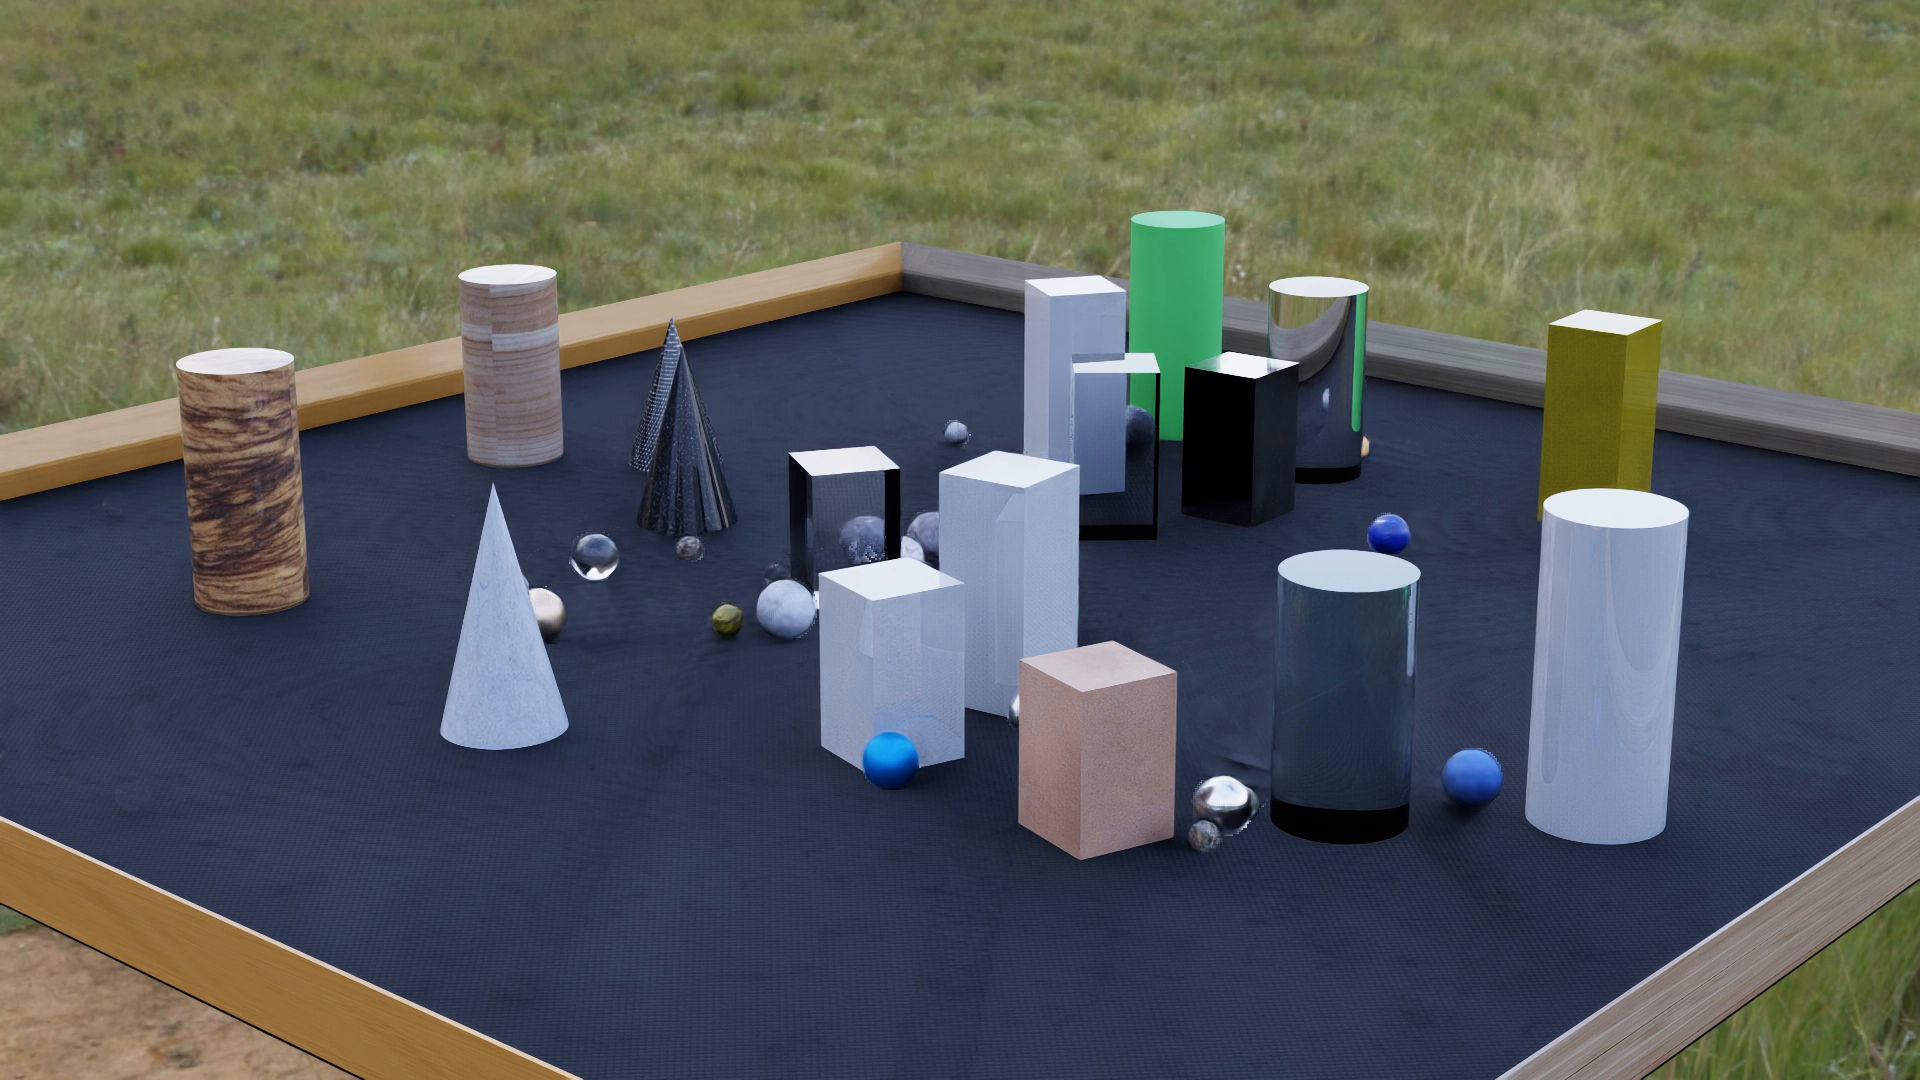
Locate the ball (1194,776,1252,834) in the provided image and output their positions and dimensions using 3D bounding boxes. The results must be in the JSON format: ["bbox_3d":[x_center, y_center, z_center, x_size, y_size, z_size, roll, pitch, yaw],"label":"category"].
[{"bbox_3d":[0.364,0.367,4.061,0.081,0.081,0.081,0,17,0],"label":"ball"}]

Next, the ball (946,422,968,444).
[{"bbox_3d":[-0.006,-0.222,6.105,0.047,0.047,0.047,0,17,0],"label":"ball"}]

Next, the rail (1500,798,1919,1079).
[{"bbox_3d":[1.339,0.367,4.007,0.045,0.127,3.675,14,22,39],"label":"rail"}]

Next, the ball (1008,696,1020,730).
[{"bbox_3d":[0.102,0.263,4.477,0.058,0.058,0.058,0,17,0],"label":"ball"}]

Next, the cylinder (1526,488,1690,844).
[{"bbox_3d":[0.898,0.174,4.081,0.196,0.456,0.196,0,17,0],"label":"cylinder"}]

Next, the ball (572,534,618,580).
[{"bbox_3d":[-0.648,0.030,5.205,0.083,0.083,0.083,0,17,0],"label":"ball"}]

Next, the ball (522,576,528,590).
[{"bbox_3d":[-0.774,0.081,5.101,0.047,0.047,0.047,0,17,0],"label":"ball"}]

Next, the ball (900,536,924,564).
[{"bbox_3d":[-0.102,0.033,5.207,0.078,0.078,0.078,0,17,0],"label":"ball"}]

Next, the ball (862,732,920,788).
[{"bbox_3d":[-0.100,0.319,4.250,0.082,0.082,0.082,0,17,0],"label":"ball"}]

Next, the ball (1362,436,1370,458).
[{"bbox_3d":[0.814,-0.190,5.997,0.048,0.048,0.048,0,17,0],"label":"ball"}]

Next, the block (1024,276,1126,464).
[{"bbox_3d":[0.226,-0.314,5.817,0.156,0.388,0.156,-5,17,-16],"label":"block"}]

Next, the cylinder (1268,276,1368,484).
[{"bbox_3d":[0.710,-0.320,5.854,0.196,0.379,0.196,0,17,0],"label":"cylinder"}]

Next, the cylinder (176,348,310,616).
[{"bbox_3d":[-1.234,-0.102,5.052,0.196,0.424,0.196,0,17,0],"label":"cylinder"}]

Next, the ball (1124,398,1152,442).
[{"bbox_3d":[0.355,-0.250,6.120,0.092,0.092,0.092,0,17,0],"label":"ball"}]

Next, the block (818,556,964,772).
[{"bbox_3d":[-0.101,0.187,4.357,0.156,0.273,0.156,-10,20,-31],"label":"block"}]

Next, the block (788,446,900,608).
[{"bbox_3d":[-0.201,-0.023,5.114,0.156,0.238,0.156,-5,18,-17],"label":"block"}]

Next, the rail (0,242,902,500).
[{"bbox_3d":[-1.339,-0.304,6.233,0.045,0.127,3.675,14,22,39],"label":"rail"}]

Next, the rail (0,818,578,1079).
[{"bbox_3d":[-1.189,0.427,3.809,3.594,0.127,0.045,14,22,39],"label":"rail"}]

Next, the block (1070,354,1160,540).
[{"bbox_3d":[0.287,-0.175,5.476,0.156,0.320,0.156,0,17,-1],"label":"block"}]

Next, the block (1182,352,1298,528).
[{"bbox_3d":[0.533,-0.192,5.585,0.156,0.290,0.156,12,21,35],"label":"block"}]

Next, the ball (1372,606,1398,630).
[{"bbox_3d":[0.716,0.131,4.943,0.041,0.041,0.041,0,17,0],"label":"ball"}]

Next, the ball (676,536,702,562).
[{"bbox_3d":[-0.490,0.015,5.317,0.047,0.047,0.047,0,17,0],"label":"ball"}]

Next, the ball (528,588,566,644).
[{"bbox_3d":[-0.701,0.127,4.868,0.093,0.093,0.093,0,17,0],"label":"ball"}]

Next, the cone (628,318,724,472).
[{"bbox_3d":[-0.579,-0.306,5.937,0.196,0.304,0.196,0,17,0],"label":"cone"}]

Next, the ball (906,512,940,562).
[{"bbox_3d":[-0.051,-0.005,5.268,0.090,0.090,0.090,0,17,0],"label":"ball"}]

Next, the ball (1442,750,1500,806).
[{"bbox_3d":[0.729,0.339,4.181,0.082,0.082,0.082,0,17,0],"label":"ball"}]

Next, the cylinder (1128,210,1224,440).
[{"bbox_3d":[0.454,-0.452,6.168,0.196,0.450,0.196,0,17,0],"label":"cylinder"}]

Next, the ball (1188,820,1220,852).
[{"bbox_3d":[0.336,0.407,4.023,0.044,0.044,0.044,0,17,0],"label":"ball"}]

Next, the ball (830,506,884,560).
[{"bbox_3d":[-0.187,-0.013,5.325,0.097,0.097,0.097,0,17,0],"label":"ball"}]

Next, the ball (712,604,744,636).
[{"bbox_3d":[-0.389,0.135,4.909,0.054,0.054,0.054,0,17,0],"label":"ball"}]

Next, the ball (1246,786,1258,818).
[{"bbox_3d":[0.396,0.371,4.133,0.050,0.050,0.050,0,17,0],"label":"ball"}]

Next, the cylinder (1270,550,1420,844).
[{"bbox_3d":[0.536,0.217,4.094,0.196,0.366,0.196,0,17,0],"label":"cylinder"}]

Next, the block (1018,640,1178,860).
[{"bbox_3d":[0.190,0.289,4.068,0.156,0.243,0.156,-10,19,-30],"label":"block"}]

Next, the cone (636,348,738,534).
[{"bbox_3d":[-0.519,-0.201,5.531,0.196,0.338,0.196,0,17,0],"label":"cone"}]

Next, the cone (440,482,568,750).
[{"bbox_3d":[-0.699,0.100,4.443,0.196,0.390,0.196,0,17,0],"label":"cone"}]

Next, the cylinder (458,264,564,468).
[{"bbox_3d":[-0.913,-0.355,5.973,0.196,0.378,0.196,0,17,0],"label":"cylinder"}]

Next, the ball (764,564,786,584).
[{"bbox_3d":[-0.326,0.062,5.171,0.041,0.041,0.041,0,17,0],"label":"ball"}]

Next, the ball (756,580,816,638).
[{"bbox_3d":[-0.291,0.115,4.898,0.098,0.098,0.098,0,17,0],"label":"ball"}]

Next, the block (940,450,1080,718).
[{"bbox_3d":[0.077,0.069,4.574,0.156,0.373,0.156,11,20,33],"label":"block"}]

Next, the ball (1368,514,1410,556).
[{"bbox_3d":[0.784,-0.010,5.353,0.075,0.075,0.075,0,17,0],"label":"ball"}]

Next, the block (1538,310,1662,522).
[{"bbox_3d":[1.206,-0.224,5.532,0.156,0.382,0.156,12,21,35],"label":"block"}]

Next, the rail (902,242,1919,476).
[{"bbox_3d":[1.189,-0.364,6.431,3.594,0.127,0.045,14,22,39],"label":"rail"}]
